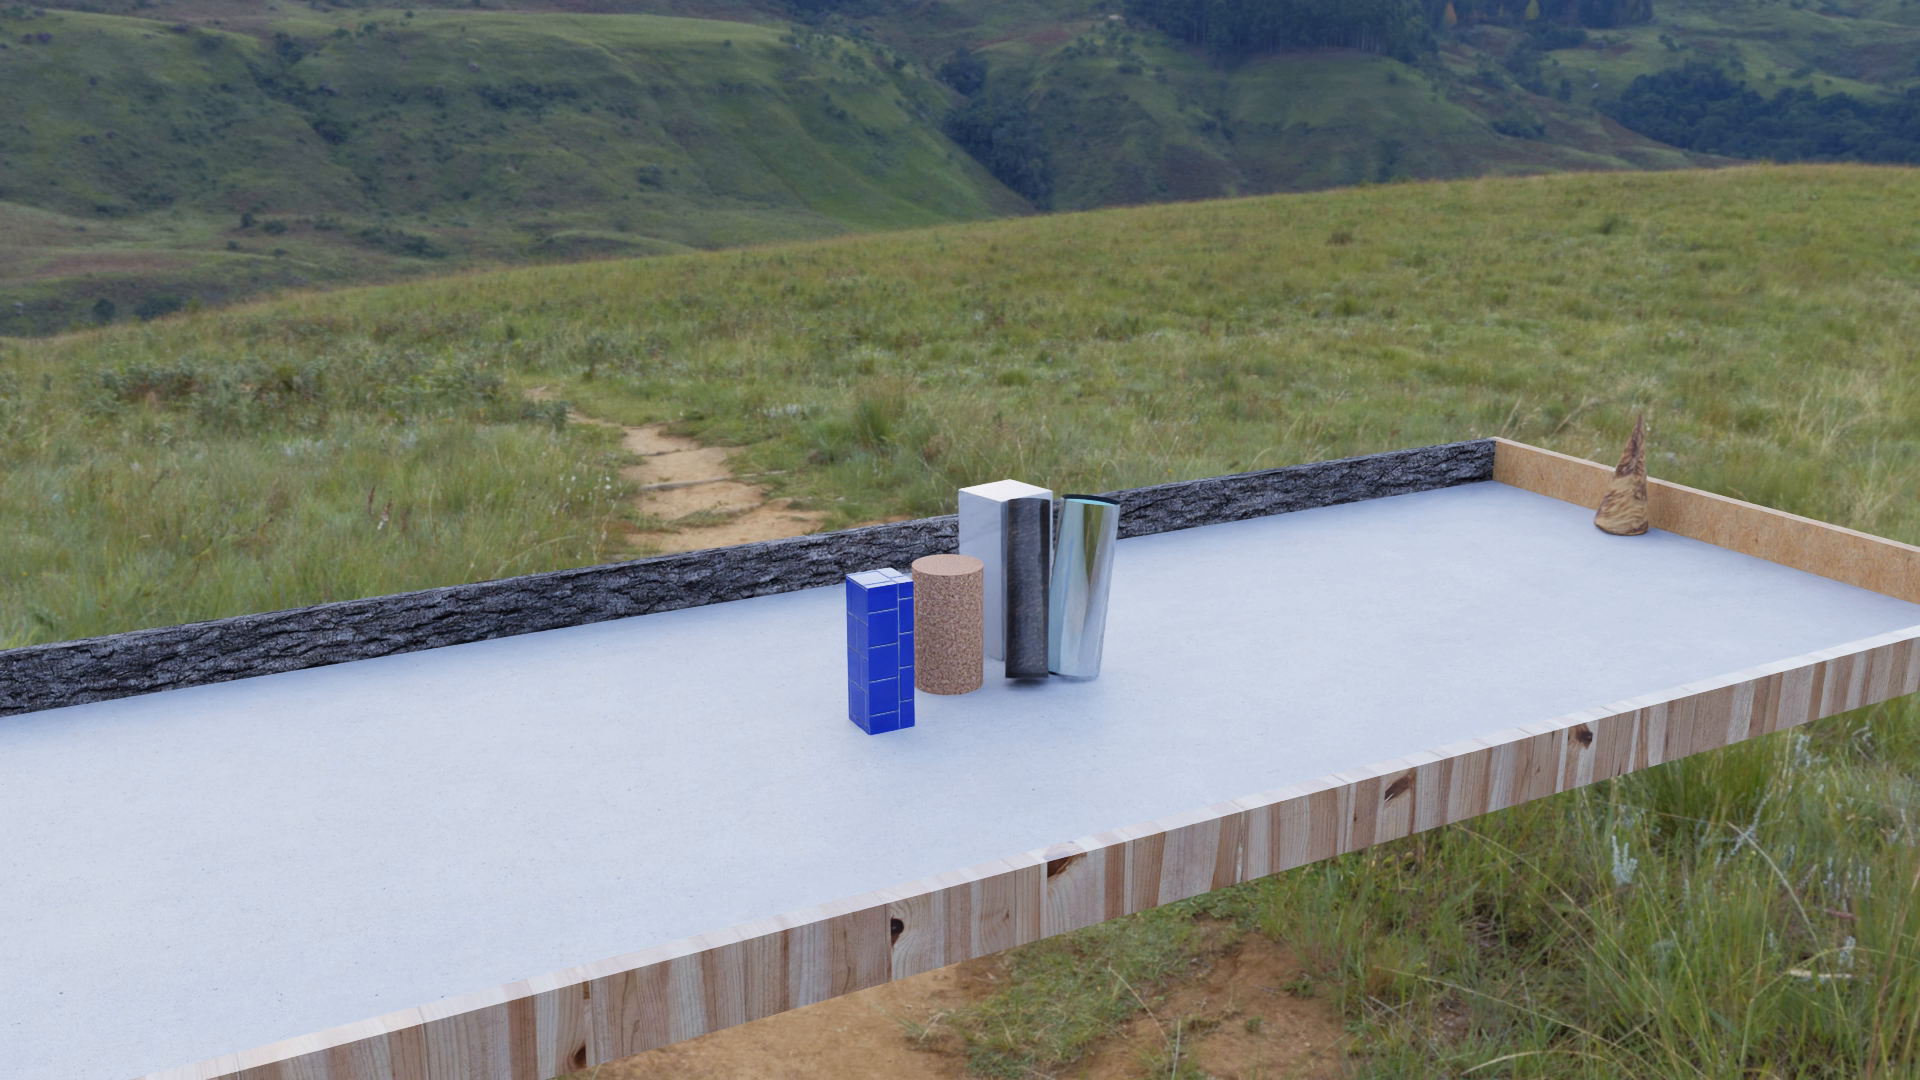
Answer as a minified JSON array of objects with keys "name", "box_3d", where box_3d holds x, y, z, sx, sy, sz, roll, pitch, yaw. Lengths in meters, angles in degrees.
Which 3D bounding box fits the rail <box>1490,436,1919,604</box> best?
[{"name":"rail","box_3d":[2.466,-0.048,5.253,0.050,0.150,2.100,-9,18,-27]}]

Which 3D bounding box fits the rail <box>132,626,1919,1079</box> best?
[{"name":"rail","box_3d":[-2.336,1.006,1.665,12.000,0.150,0.050,-9,18,-27]}]

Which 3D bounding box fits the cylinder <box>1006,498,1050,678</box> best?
[{"name":"cylinder","box_3d":[0.170,0.122,4.132,0.108,0.446,0.108,1,-6,0]}]

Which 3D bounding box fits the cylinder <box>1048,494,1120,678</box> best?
[{"name":"cylinder","box_3d":[0.302,0.115,4.147,0.151,0.442,0.151,6,10,-1]}]

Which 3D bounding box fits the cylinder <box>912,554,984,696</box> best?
[{"name":"cylinder","box_3d":[-0.031,0.209,4.097,0.177,0.309,0.177,0,16,0]}]

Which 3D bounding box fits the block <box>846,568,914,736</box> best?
[{"name":"block","box_3d":[-0.185,0.258,3.841,0.117,0.358,0.117,-9,18,-27]}]

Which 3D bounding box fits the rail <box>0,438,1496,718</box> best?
[{"name":"rail","box_3d":[-3.305,0.497,3.399,12.000,0.150,0.050,-9,18,-27]}]

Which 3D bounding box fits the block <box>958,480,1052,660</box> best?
[{"name":"block","box_3d":[0.121,0.075,4.339,0.174,0.425,0.174,-12,19,-36]}]

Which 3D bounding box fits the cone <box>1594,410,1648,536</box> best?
[{"name":"cone","box_3d":[2.194,-0.238,5.387,0.173,0.417,0.173,0,25,0]}]
